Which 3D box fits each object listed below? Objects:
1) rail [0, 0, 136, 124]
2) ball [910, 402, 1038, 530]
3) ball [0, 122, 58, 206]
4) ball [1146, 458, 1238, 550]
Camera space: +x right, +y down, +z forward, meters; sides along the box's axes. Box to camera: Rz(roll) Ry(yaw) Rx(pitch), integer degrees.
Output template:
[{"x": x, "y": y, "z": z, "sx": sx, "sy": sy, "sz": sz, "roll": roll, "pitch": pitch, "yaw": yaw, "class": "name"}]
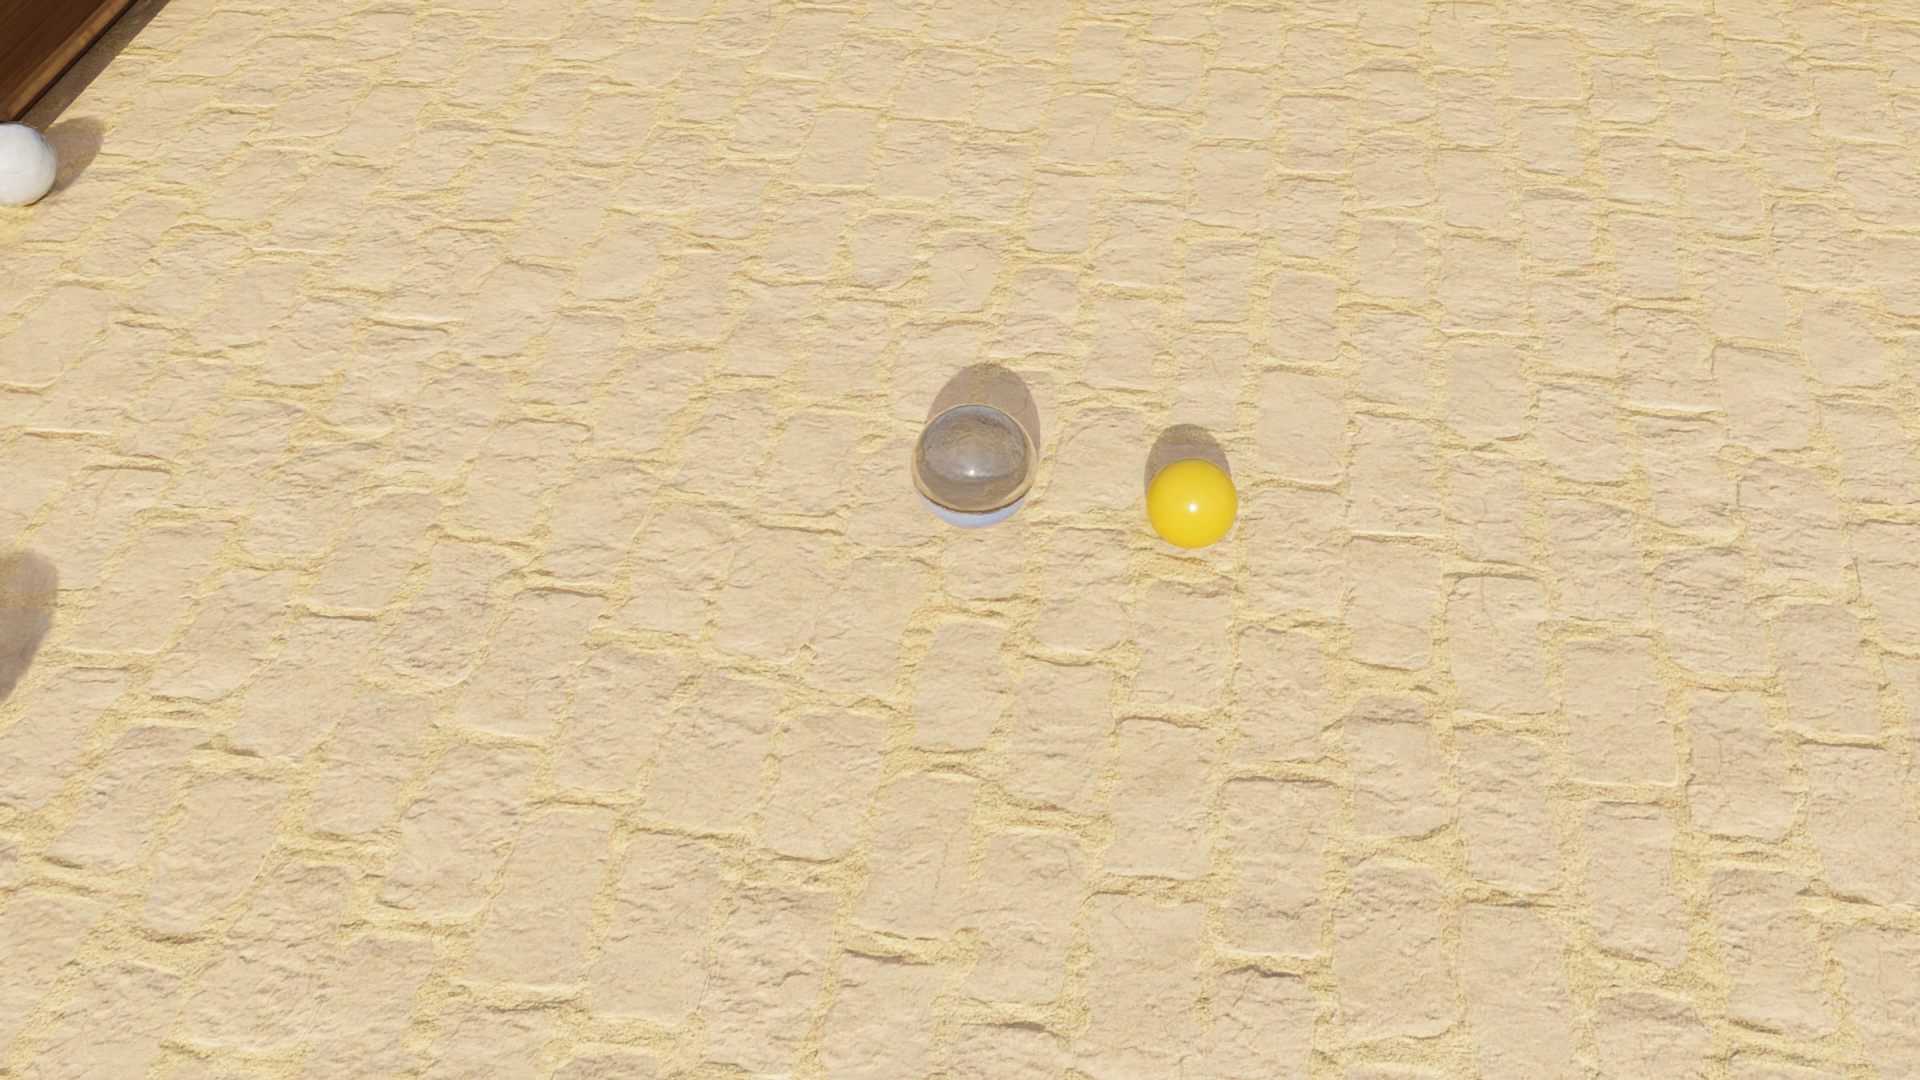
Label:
[{"x": -0.936, "y": -0.093, "z": 1.855, "sx": 0.045, "sy": 0.123, "sz": 2.283, "roll": 5, "pitch": 35, "yaw": 6, "class": "rail"}, {"x": 0.010, "y": -0.052, "z": 1.828, "sx": 0.090, "sy": 0.090, "sz": 0.090, "roll": 0, "pitch": 35, "yaw": 0, "class": "ball"}, {"x": -0.824, "y": -0.326, "z": 2.232, "sx": 0.073, "sy": 0.073, "sz": 0.073, "roll": 0, "pitch": 35, "yaw": 0, "class": "ball"}, {"x": 0.164, "y": -0.026, "z": 1.812, "sx": 0.065, "sy": 0.065, "sz": 0.065, "roll": 0, "pitch": 35, "yaw": 0, "class": "ball"}]
